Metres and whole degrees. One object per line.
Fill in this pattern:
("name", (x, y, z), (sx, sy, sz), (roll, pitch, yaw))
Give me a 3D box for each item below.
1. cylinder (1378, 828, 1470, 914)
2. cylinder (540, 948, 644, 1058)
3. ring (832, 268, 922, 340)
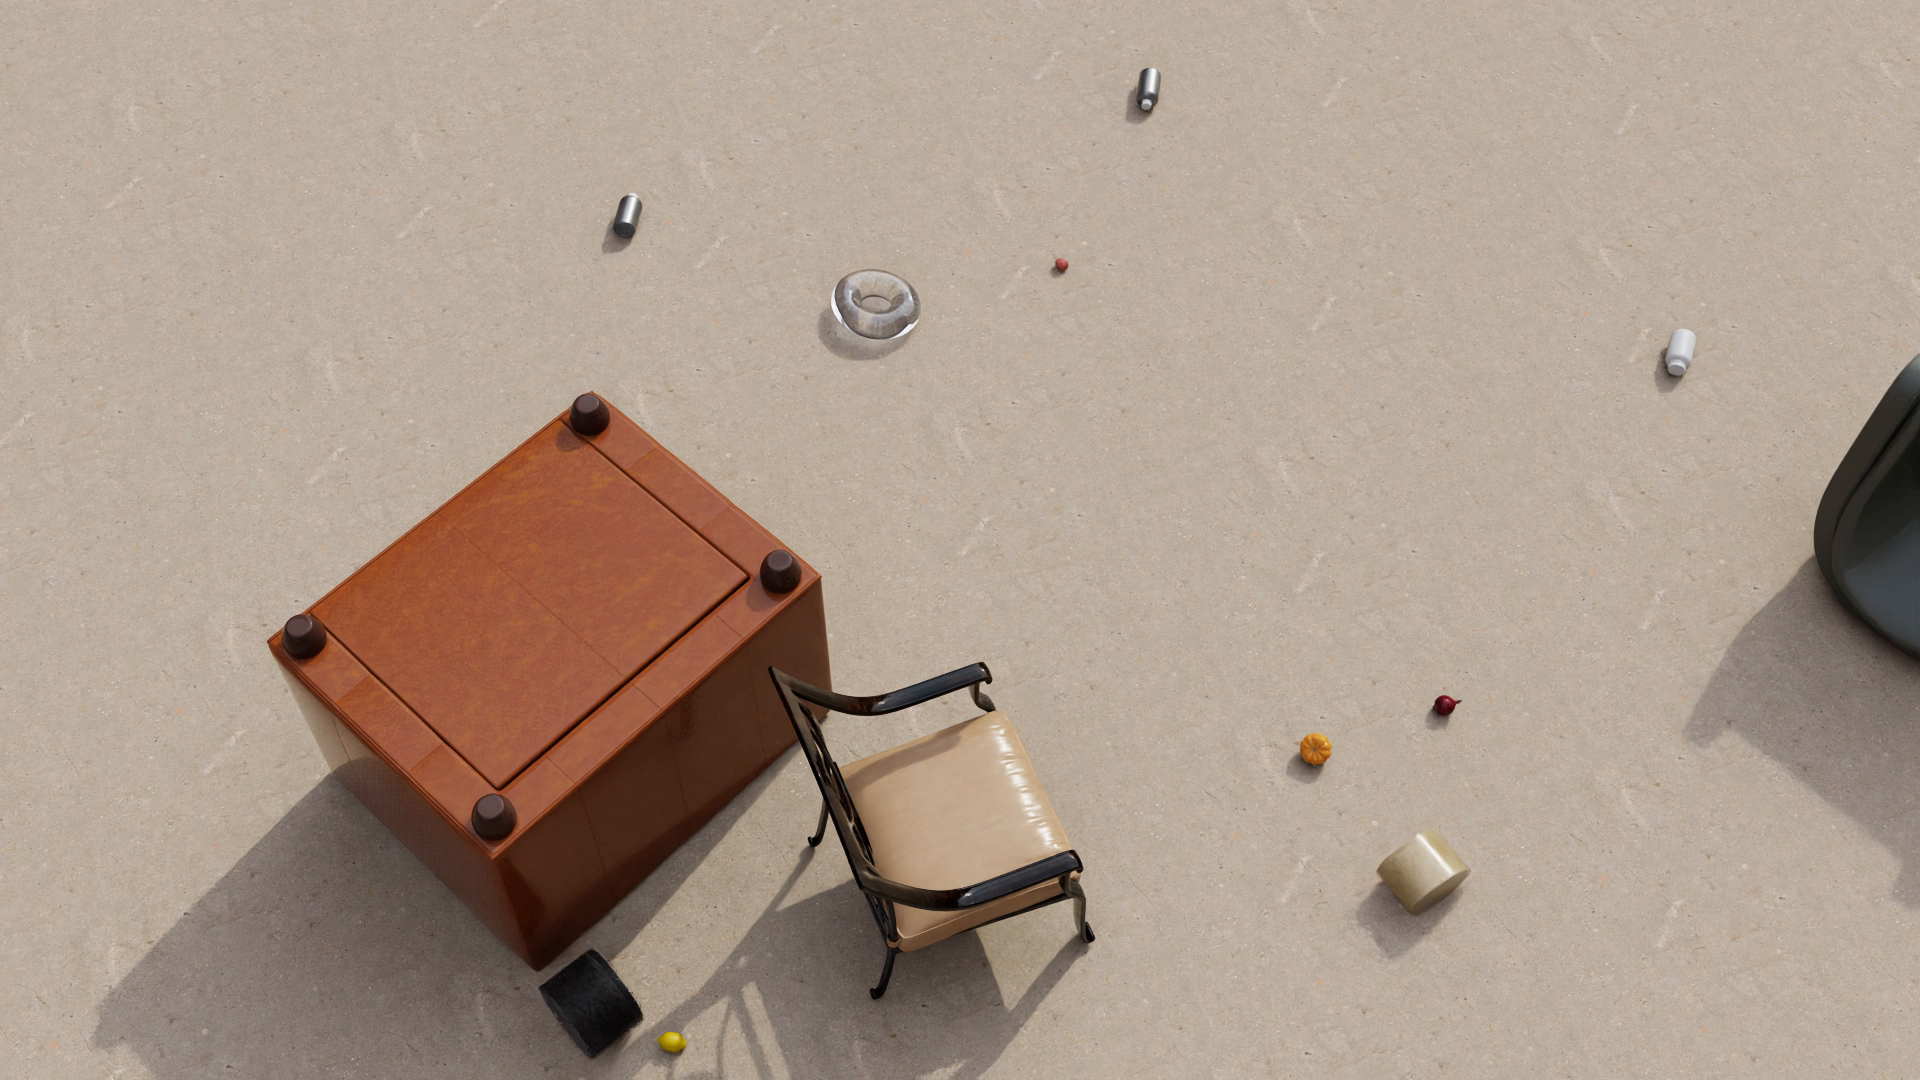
("cylinder", (1.243, 0.887, 5.892), (0.205, 0.143, 0.144), (-27, 60, -21))
("cylinder", (-0.946, 1.189, 5.642), (0.160, 0.220, 0.235), (-36, 44, -21))
("ring", (-0.268, -0.754, 7.023), (0.297, 0.096, 0.253), (22, 60, 13))
